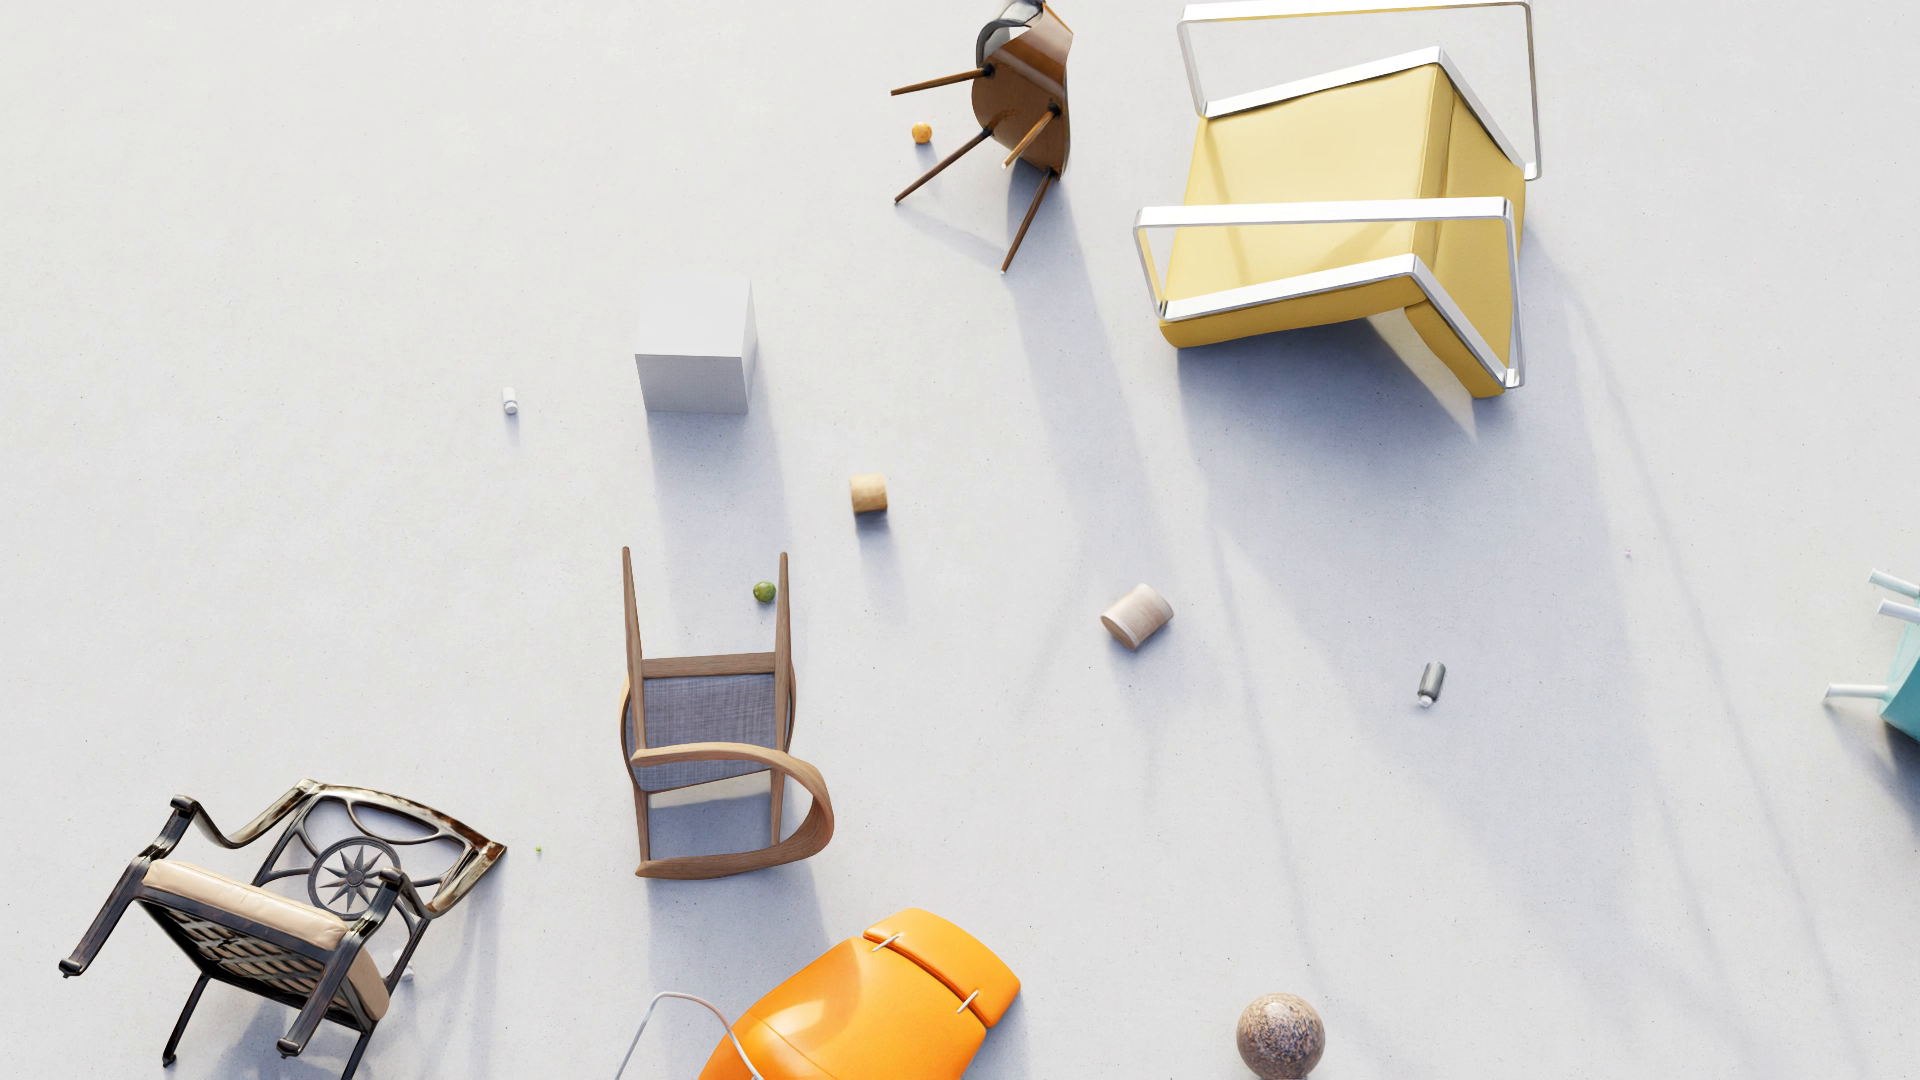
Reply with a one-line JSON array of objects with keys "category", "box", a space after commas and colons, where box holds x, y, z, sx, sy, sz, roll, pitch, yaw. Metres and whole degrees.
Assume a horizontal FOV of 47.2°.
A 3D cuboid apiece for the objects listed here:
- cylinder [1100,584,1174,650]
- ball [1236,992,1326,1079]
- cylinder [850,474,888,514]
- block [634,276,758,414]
[{"category": "cylinder", "box": [0.514, 0.221, 6.377, 0.163, 0.081, 0.142, -38, 65, -22]}, {"category": "ball", "box": [0.815, 1.264, 5.589, 0.227, 0.227, 0.227, 0, 56, 0]}, {"category": "cylinder", "box": [-0.275, -0.141, 6.605, 0.102, 0.099, 0.137, -6, 34, -4]}, {"category": "block", "box": [-0.812, -0.606, 6.812, 0.322, 0.280, 0.310, 2, 56, 1]}]
